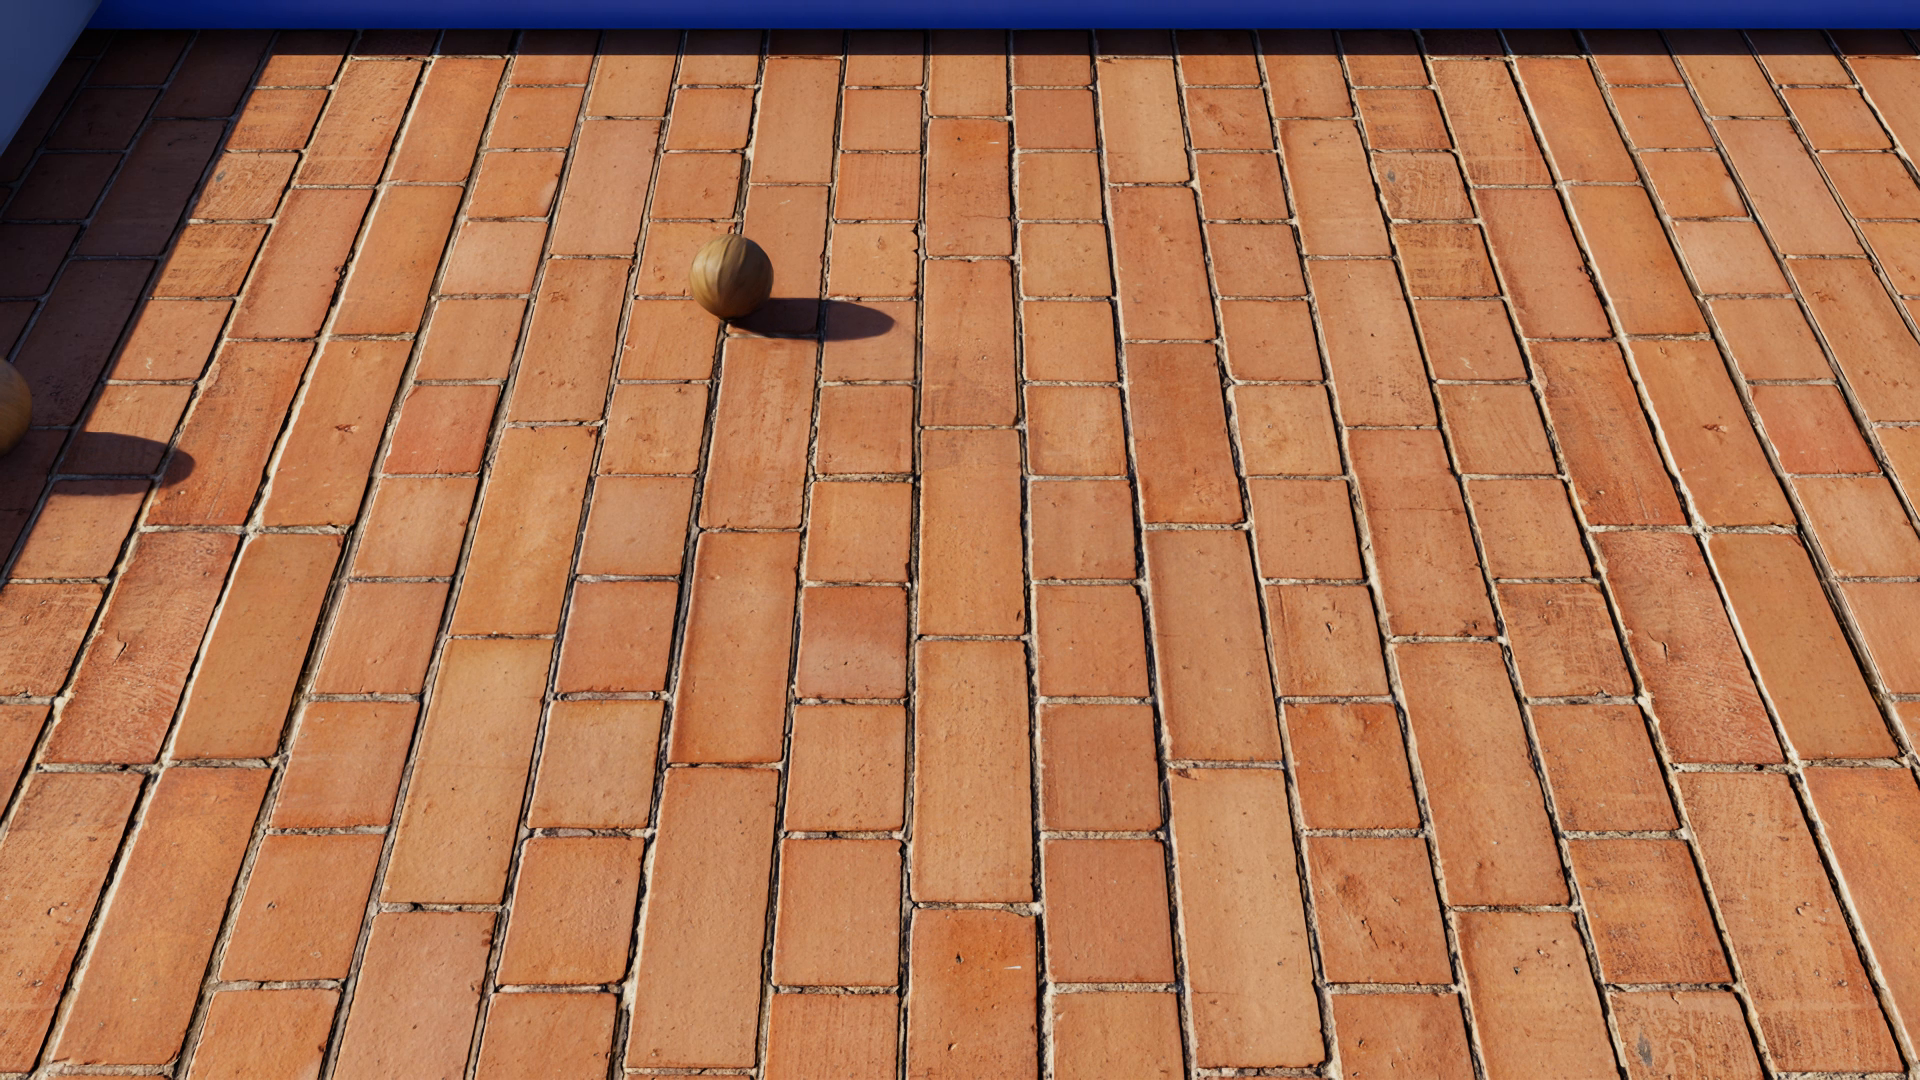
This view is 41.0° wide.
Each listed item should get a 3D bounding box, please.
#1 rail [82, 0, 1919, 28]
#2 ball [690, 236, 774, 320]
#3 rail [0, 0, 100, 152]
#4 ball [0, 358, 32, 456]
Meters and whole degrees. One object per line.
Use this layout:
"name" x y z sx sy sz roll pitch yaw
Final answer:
"rail" 0.836 -0.516 2.384 3.345 0.105 0.045 0 36 0
"ball" -0.177 -0.203 1.988 0.065 0.065 0.065 0 36 0
"rail" -0.813 -0.016 1.693 0.045 0.105 1.753 0 36 0
"ball" -0.703 -0.095 1.823 0.081 0.081 0.081 0 36 0
